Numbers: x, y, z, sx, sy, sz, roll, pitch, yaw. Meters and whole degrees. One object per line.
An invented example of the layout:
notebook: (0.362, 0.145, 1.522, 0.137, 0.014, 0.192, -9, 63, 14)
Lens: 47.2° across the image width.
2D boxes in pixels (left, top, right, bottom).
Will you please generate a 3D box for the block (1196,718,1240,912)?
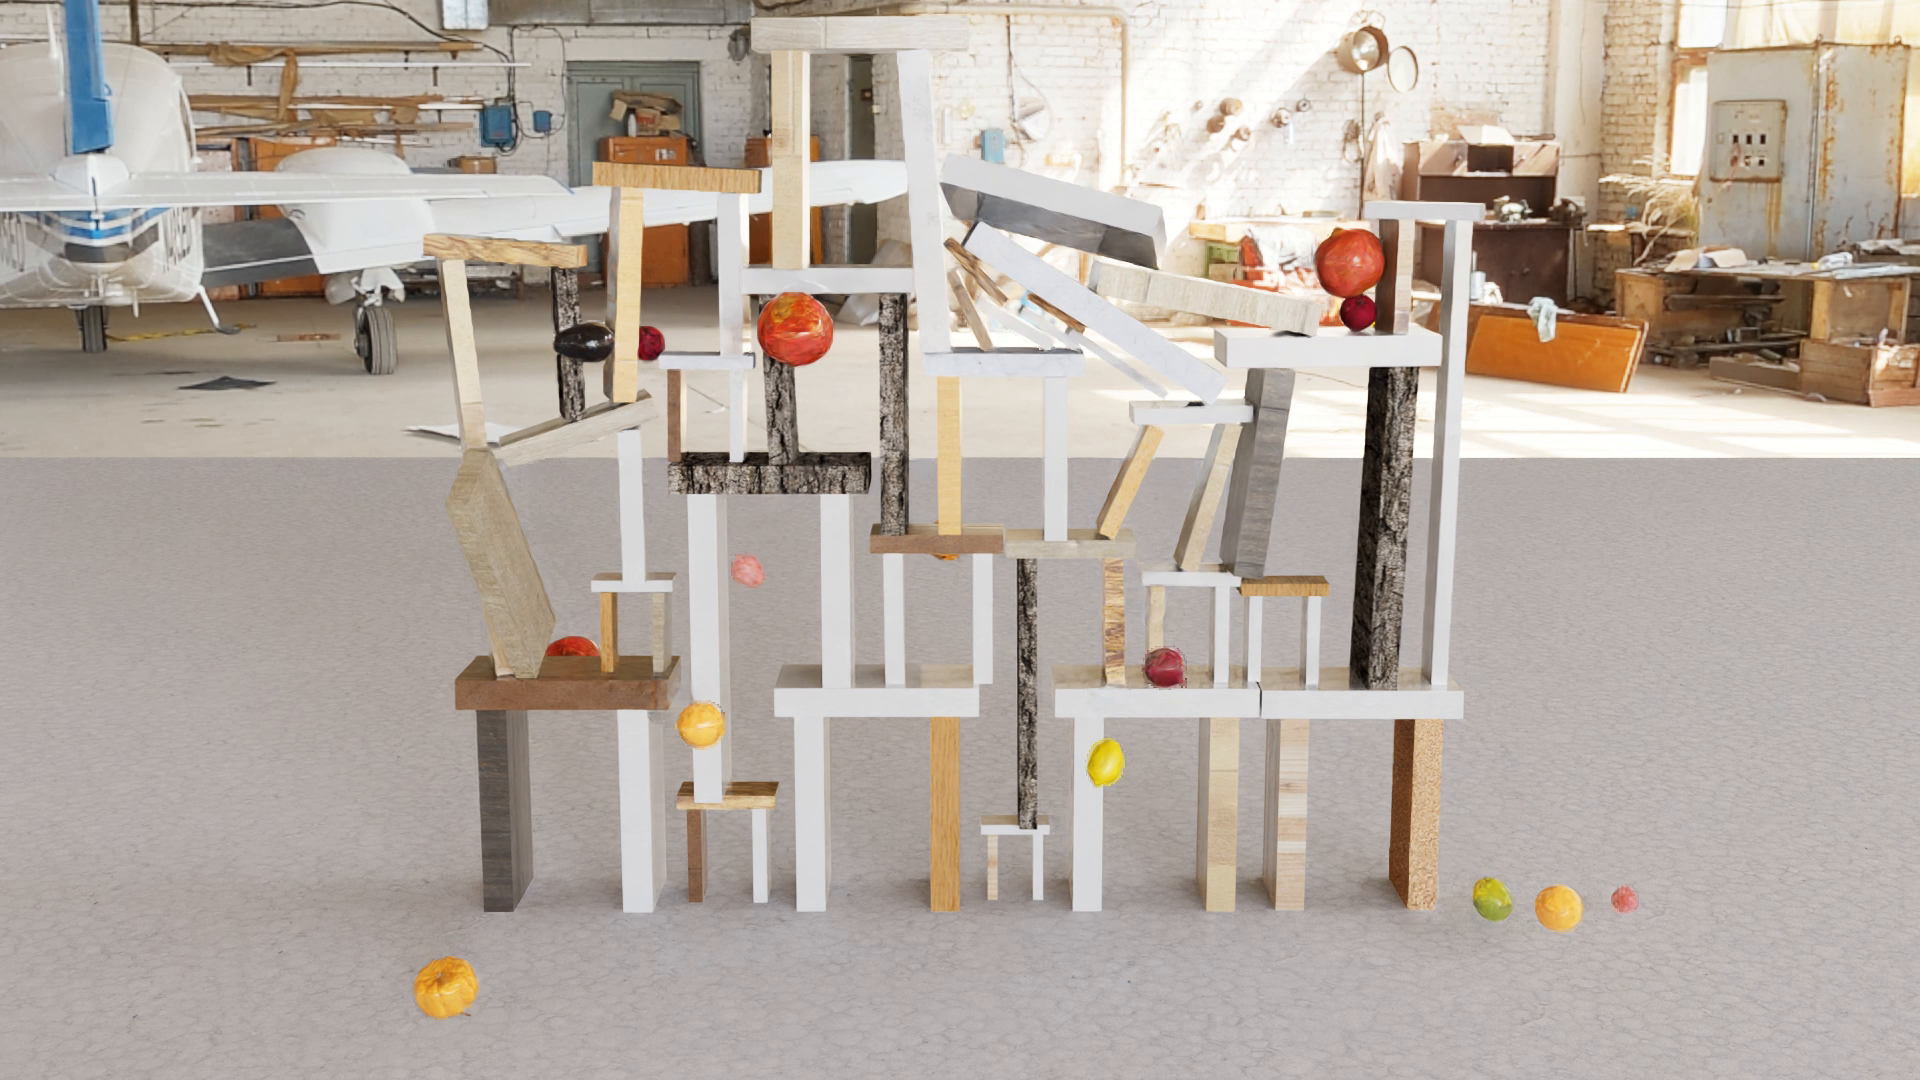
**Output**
block: (0.425, 0.430, 3.637, 0.046, 0.327, 0.163, 0, 11, 0)

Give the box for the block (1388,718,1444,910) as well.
block: (0.754, 0.431, 3.641, 0.046, 0.323, 0.162, 0, 11, 0)

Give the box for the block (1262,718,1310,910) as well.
block: (0.538, 0.431, 3.641, 0.046, 0.323, 0.162, 0, 11, 0)

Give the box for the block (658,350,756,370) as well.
block: (-0.402, -0.287, 3.506, 0.148, 0.021, 0.074, 0, 11, -2)

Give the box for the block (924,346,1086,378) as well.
block: (0.070, -0.286, 3.513, 0.253, 0.036, 0.126, 0, 10, 0)

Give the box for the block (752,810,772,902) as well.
block: (-0.329, 0.512, 3.651, 0.023, 0.160, 0.080, 0, 10, 0)

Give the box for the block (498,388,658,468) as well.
block: (-0.610, -0.179, 3.508, 0.248, 0.035, 0.124, -20, 14, -9)

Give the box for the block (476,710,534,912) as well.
block: (-0.751, 0.423, 3.634, 0.048, 0.340, 0.170, 0, 11, 0)

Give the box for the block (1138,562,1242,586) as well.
block: (0.371, 0.056, 3.568, 0.158, 0.022, 0.079, 1, 10, -1)

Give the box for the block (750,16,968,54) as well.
block: (-0.153, -0.784, 3.419, 0.330, 0.047, 0.165, -1, 10, -1)

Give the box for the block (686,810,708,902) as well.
block: (-0.436, 0.512, 3.651, 0.023, 0.160, 0.080, 0, 10, 0)

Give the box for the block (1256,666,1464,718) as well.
block: (0.646, 0.250, 3.607, 0.323, 0.046, 0.162, 0, 11, 0)

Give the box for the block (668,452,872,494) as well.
block: (-0.302, -0.108, 3.537, 0.314, 0.044, 0.157, 0, 10, 0)

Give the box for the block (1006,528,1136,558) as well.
block: (0.178, 0.005, 3.560, 0.207, 0.029, 0.103, 0, 10, 0)

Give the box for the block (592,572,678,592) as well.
block: (-0.530, 0.068, 3.582, 0.131, 0.018, 0.065, 0, 11, 0)

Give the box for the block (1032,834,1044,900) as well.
block: (0.129, 0.535, 3.658, 0.016, 0.112, 0.056, 0, 11, 0)

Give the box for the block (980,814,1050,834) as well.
block: (0.091, 0.472, 3.646, 0.112, 0.016, 0.056, 0, 10, 0)

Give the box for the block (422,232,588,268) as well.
block: (-0.714, -0.456, 3.459, 0.234, 0.033, 0.117, 5, 9, -1)

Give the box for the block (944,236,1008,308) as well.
block: (0.025, -0.426, 3.490, 0.019, 0.135, 0.068, -42, 6, 6)

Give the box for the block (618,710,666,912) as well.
block: (-0.524, 0.423, 3.634, 0.048, 0.340, 0.170, 0, 11, 0)

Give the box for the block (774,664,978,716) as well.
block: (-0.133, 0.245, 3.602, 0.328, 0.046, 0.164, 0, 10, 0)

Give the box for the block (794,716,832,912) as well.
block: (-0.243, 0.429, 3.636, 0.046, 0.328, 0.164, 0, 10, 0)

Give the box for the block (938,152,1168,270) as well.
block: (0.149, -0.517, 3.471, 0.348, 0.049, 0.174, 16, -8, 11)

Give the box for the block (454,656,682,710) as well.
block: (-0.637, 0.233, 3.598, 0.340, 0.048, 0.170, 0, 11, 0)

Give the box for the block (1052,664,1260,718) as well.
block: (0.316, 0.246, 3.603, 0.327, 0.046, 0.163, 0, 11, 0)

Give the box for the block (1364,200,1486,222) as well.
block: (0.736, -0.520, 3.476, 0.177, 0.025, 0.089, 4, 11, 19)

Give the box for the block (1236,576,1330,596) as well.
block: (0.524, 0.074, 3.574, 0.141, 0.020, 0.071, 0, 11, 0)

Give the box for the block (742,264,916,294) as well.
block: (-0.205, -0.415, 3.486, 0.268, 0.038, 0.134, 0, 10, 0)

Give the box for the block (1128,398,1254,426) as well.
block: (0.369, -0.206, 3.520, 0.189, 0.027, 0.095, -2, 11, 0)

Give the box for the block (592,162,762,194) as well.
block: (-0.441, -0.569, 3.454, 0.253, 0.036, 0.126, 3, 10, -3)

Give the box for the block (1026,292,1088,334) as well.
block: (0.153, -0.361, 3.481, 0.105, 0.015, 0.053, 32, 7, -2)

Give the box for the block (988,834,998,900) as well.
block: (0.054, 0.535, 3.658, 0.016, 0.113, 0.056, 0, 11, 0)

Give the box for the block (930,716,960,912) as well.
block: (-0.024, 0.429, 3.636, 0.046, 0.328, 0.164, 0, 10, 0)

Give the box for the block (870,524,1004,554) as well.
block: (-0.036, -0.003, 3.556, 0.213, 0.030, 0.107, 0, 10, 0)

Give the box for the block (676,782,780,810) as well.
block: (-0.383, 0.422, 3.635, 0.160, 0.023, 0.080, 0, 10, 0)

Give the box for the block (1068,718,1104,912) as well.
block: (0.207, 0.430, 3.637, 0.046, 0.327, 0.163, 0, 11, 0)

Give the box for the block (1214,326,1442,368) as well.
block: (0.582, -0.308, 3.506, 0.335, 0.047, 0.167, -1, 10, -1)
